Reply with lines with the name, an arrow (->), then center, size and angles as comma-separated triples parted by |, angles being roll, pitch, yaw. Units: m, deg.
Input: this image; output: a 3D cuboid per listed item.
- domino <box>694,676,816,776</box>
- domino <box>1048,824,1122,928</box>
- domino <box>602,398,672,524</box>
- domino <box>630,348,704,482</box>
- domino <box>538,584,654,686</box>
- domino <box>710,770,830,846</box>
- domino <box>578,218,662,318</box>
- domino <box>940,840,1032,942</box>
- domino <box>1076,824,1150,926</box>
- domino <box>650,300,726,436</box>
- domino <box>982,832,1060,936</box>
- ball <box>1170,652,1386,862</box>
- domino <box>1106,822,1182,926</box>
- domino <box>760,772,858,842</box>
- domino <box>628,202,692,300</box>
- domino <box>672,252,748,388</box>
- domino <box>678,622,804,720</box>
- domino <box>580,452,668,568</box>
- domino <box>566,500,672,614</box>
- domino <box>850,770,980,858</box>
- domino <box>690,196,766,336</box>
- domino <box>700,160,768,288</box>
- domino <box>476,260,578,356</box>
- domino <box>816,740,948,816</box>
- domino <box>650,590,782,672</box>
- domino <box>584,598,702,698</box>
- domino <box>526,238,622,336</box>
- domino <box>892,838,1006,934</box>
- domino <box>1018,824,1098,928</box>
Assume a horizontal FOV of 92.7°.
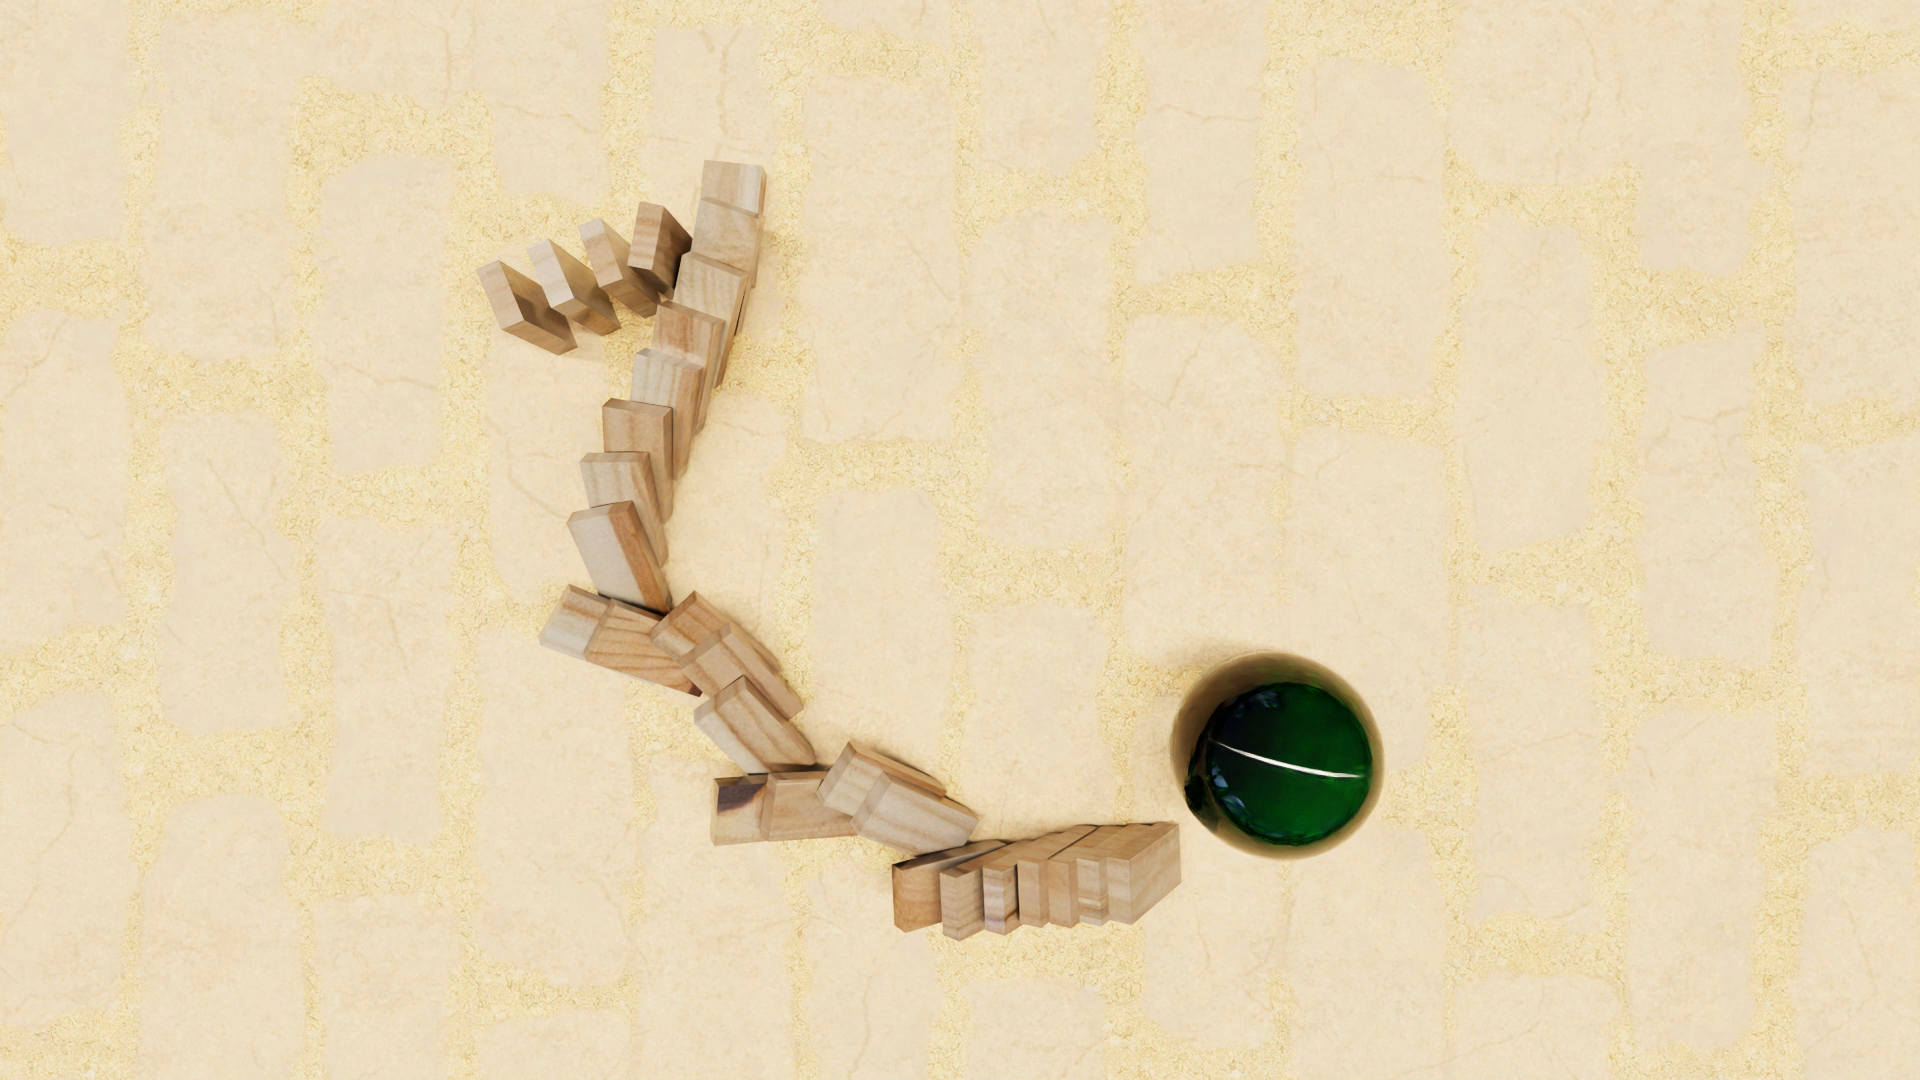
domino -> -0.085, 0.082, 0.383 | 0.025, 0.009, 0.050 | -34, 121, 0
domino -> 0.053, 0.137, 0.377 | 0.010, 0.050, 0.025 | -3, 90, 36
domino -> -0.134, -0.032, 0.383 | 0.025, 0.009, 0.050 | 10, 120, 0
domino -> -0.125, -0.052, 0.384 | 0.025, 0.009, 0.050 | 18, 117, 0
domino -> -0.145, 0.040, 0.382 | 0.050, 0.009, 0.025 | 29, 92, -33
domino -> -0.078, 0.112, 0.383 | 0.050, 0.010, 0.025 | 3, 96, -27
domino -> -0.138, -0.110, 0.375 | 0.009, 0.050, 0.025 | -20, 90, 0
domino -> 0.014, 0.144, 0.379 | 0.050, 0.010, 0.025 | -3, 91, -44
domino -> 0.065, 0.137, 0.377 | 0.010, 0.050, 0.025 | -3, 90, 36
domino -> -0.117, -0.072, 0.384 | 0.025, 0.009, 0.050 | 20, 117, -1
domino -> 0.029, 0.140, 0.378 | 0.009, 0.050, 0.025 | -3, 90, 38
ball -> 0.123, 0.084, 0.360 | 0.080, 0.080, 0.080 | 0, 90, 0
domino -> 0.076, 0.136, 0.377 | 0.010, 0.050, 0.025 | -3, 90, 36
domino -> -0.056, 0.110, 0.382 | 0.050, 0.009, 0.025 | 8, 91, -33
domino -> -0.120, -0.116, 0.375 | 0.010, 0.050, 0.025 | 11, 90, 0
domino -> -0.108, -0.092, 0.384 | 0.025, 0.010, 0.050 | 21, 117, -2
domino -> -0.091, 0.060, 0.382 | 0.025, 0.010, 0.050 | -37, 121, -3
domino -> -0.140, -0.012, 0.383 | 0.025, 0.010, 0.050 | 0, 120, 0
domino -> -0.142, 0.010, 0.383 | 0.025, 0.010, 0.050 | -12, 120, 0
domino -> -0.018, 0.118, 0.383 | 0.050, 0.009, 0.025 | 33, 90, -32
domino -> -0.100, -0.114, 0.383 | 0.025, 0.010, 0.050 | 18, 117, -5
domino -> -0.099, -0.136, 0.395 | 0.025, 0.010, 0.050 | 6, 90, 0
domino -> -0.176, -0.094, 0.375 | 0.010, 0.050, 0.025 | -23, 90, 0
domino -> -0.032, 0.105, 0.383 | 0.050, 0.009, 0.025 | 33, 90, -32
domino -> -0.101, 0.046, 0.383 | 0.025, 0.010, 0.050 | -42, 121, 0
domino -> -0.127, 0.046, 0.382 | 0.050, 0.009, 0.025 | 27, 90, -33
domino -> -0.157, -0.102, 0.375 | 0.009, 0.050, 0.025 | -23, 90, 0
domino -> -0.004, 0.144, 0.383 | 0.050, 0.009, 0.025 | -3, 90, -31
domino -> 0.041, 0.137, 0.377 | 0.010, 0.050, 0.025 | -3, 90, 36
